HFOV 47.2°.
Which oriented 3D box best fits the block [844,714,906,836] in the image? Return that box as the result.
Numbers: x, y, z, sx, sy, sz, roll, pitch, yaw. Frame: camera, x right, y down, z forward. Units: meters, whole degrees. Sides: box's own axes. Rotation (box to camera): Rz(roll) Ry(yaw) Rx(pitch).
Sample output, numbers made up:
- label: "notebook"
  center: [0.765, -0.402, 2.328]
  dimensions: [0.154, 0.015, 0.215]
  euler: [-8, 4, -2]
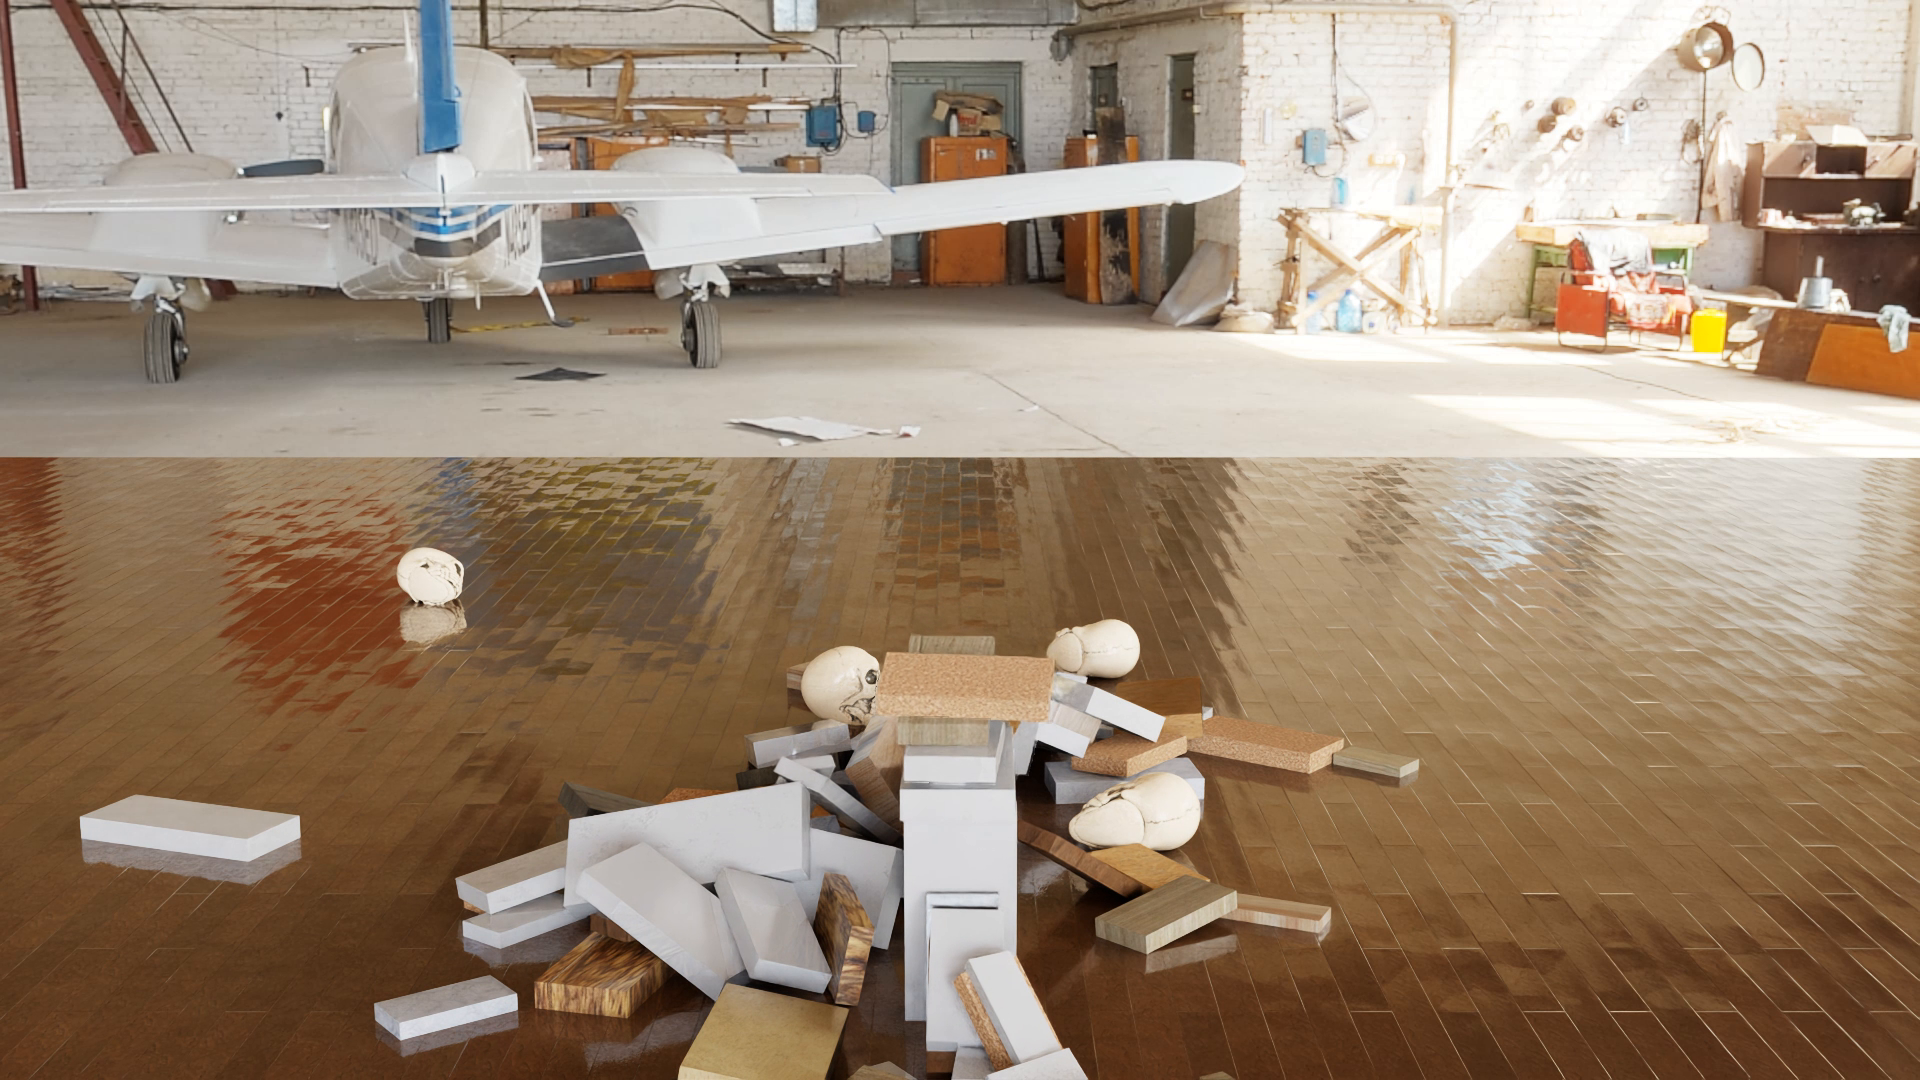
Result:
- label: "block"
  center: [-0.116, 0.433, 4.025]
  dimensions: [0.051, 0.180, 0.359]
  euler: [-31, 6, 10]

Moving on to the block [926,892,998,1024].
- label: "block"
  center: [0.004, 0.596, 3.082]
  dimensions: [0.100, 0.201, 0.028]
  euler: [0, -2, 0]

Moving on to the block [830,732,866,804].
- label: "block"
  center: [-0.173, 0.450, 4.286]
  dimensions: [0.180, 0.051, 0.359]
  euler: [4, 11, 20]

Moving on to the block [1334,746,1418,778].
- label: "block"
  center: [0.832, 0.443, 4.401]
  dimensions: [0.150, 0.021, 0.075]
  euler: [9, 14, 39]

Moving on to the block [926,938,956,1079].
- label: "block"
  center: [0.006, 0.639, 2.994]
  dimensions: [0.100, 0.028, 0.201]
  euler: [0, 50, 0]

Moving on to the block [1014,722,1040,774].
- label: "block"
  center: [0.071, 0.305, 3.537]
  dimensions: [0.102, 0.203, 0.029]
  euler: [5, 50, -5]

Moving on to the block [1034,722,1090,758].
- label: "block"
  center: [0.136, 0.369, 4.276]
  dimensions: [0.141, 0.040, 0.282]
  euler: [24, -7, -15]

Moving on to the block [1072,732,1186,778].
- label: "block"
  center: [0.332, 0.414, 4.295]
  dimensions: [0.121, 0.034, 0.243]
  euler: [5, 9, 33]

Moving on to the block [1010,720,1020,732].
- label: "block"
  center: [0.026, 0.309, 3.497]
  dimensions: [0.102, 0.203, 0.029]
  euler: [12, 49, -13]

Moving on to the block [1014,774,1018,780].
- label: "block"
  center: [0.032, 0.400, 4.161]
  dimensions: [0.141, 0.040, 0.282]
  euler: [20, -7, 12]

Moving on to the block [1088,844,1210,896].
- label: "block"
  center: [0.316, 0.565, 3.718]
  dimensions: [0.108, 0.031, 0.216]
  euler: [-6, 12, -28]

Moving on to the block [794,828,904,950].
- label: "block"
  center: [-0.232, 0.541, 3.500]
  dimensions: [0.310, 0.155, 0.044]
  euler: [7, -12, 34]

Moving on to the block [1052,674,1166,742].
- label: "block"
  center: [0.222, 0.316, 4.438]
  dimensions: [0.180, 0.051, 0.414]
  euler: [25, -6, -29]

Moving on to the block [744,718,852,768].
- label: "block"
  center: [-0.320, 0.396, 4.285]
  dimensions: [0.180, 0.051, 0.359]
  euler: [-10, -1, -9]

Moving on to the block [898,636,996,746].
- label: "block"
  center: [-0.017, 0.213, 3.151]
  dimensions: [0.125, 0.035, 0.250]
  euler: [1, 27, 3]

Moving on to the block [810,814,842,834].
- label: "block"
  center: [-0.336, 0.522, 3.682]
  dimensions: [0.253, 0.036, 0.126]
  euler: [-12, 18, 28]

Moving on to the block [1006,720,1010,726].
- label: "block"
  center: [0.013, 0.264, 3.327]
  dimensions: [0.125, 0.035, 0.257]
  euler: [0, -20, 2]

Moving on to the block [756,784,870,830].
- label: "block"
  center: [-0.266, 0.480, 3.977]
  dimensions: [0.113, 0.032, 0.225]
  euler: [-7, 13, -33]

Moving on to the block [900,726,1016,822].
- label: "block"
  center: [-0.001, 0.334, 3.176]
  dimensions: [0.158, 0.045, 0.317]
  euler: [0, 11, 1]

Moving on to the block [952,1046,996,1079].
- label: "block"
  center: [0.018, 0.710, 2.878]
  dimensions: [0.057, 0.016, 0.114]
  euler: [6, 28, 5]

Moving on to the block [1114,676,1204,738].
- label: "block"
  center: [0.417, 0.355, 4.618]
  dimensions: [0.180, 0.051, 0.360]
  euler: [-5, 8, 6]

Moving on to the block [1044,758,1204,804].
- label: "block"
  center: [0.315, 0.463, 4.241]
  dimensions: [0.285, 0.040, 0.143]
  euler: [-1, 11, -7]

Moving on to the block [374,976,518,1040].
- label: "block"
  center: [-0.739, 0.671, 3.163]
  dimensions: [0.179, 0.025, 0.090]
  euler: [-8, 13, -36]

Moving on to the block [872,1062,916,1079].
- label: "block"
  center: [-0.089, 0.722, 2.923]
  dimensions: [0.049, 0.014, 0.097]
  euler: [-7, 13, -33]

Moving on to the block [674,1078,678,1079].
- label: "block"
  center: [-0.459, 0.743, 2.710]
  dimensions: [0.351, 0.050, 0.175]
  euler: [-4, 11, -21]

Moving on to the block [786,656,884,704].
- label: "block"
  center: [-0.220, 0.321, 4.996]
  dimensions: [0.319, 0.045, 0.159]
  euler: [8, 13, 36]

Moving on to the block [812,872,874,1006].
- label: "block"
  center: [-0.179, 0.596, 3.299]
  dimensions: [0.034, 0.119, 0.238]
  euler: [10, 8, -15]

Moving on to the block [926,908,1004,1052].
- label: "block"
  center: [0.008, 0.598, 2.991]
  dimensions: [0.100, 0.028, 0.201]
  euler: [1, 50, 1]

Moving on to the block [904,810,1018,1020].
- label: "block"
  center: [0.001, 0.528, 3.131]
  dimensions: [0.158, 0.317, 0.045]
  euler: [0, 13, 0]

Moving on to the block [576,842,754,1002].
- label: "block"
  center: [-0.424, 0.572, 3.316]
  dimensions: [0.288, 0.041, 0.144]
  euler: [33, 26, 22]

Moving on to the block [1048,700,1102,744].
- label: "block"
  center: [0.146, 0.345, 4.481]
  dimensions: [0.180, 0.051, 0.360]
  euler: [23, -5, -12]
